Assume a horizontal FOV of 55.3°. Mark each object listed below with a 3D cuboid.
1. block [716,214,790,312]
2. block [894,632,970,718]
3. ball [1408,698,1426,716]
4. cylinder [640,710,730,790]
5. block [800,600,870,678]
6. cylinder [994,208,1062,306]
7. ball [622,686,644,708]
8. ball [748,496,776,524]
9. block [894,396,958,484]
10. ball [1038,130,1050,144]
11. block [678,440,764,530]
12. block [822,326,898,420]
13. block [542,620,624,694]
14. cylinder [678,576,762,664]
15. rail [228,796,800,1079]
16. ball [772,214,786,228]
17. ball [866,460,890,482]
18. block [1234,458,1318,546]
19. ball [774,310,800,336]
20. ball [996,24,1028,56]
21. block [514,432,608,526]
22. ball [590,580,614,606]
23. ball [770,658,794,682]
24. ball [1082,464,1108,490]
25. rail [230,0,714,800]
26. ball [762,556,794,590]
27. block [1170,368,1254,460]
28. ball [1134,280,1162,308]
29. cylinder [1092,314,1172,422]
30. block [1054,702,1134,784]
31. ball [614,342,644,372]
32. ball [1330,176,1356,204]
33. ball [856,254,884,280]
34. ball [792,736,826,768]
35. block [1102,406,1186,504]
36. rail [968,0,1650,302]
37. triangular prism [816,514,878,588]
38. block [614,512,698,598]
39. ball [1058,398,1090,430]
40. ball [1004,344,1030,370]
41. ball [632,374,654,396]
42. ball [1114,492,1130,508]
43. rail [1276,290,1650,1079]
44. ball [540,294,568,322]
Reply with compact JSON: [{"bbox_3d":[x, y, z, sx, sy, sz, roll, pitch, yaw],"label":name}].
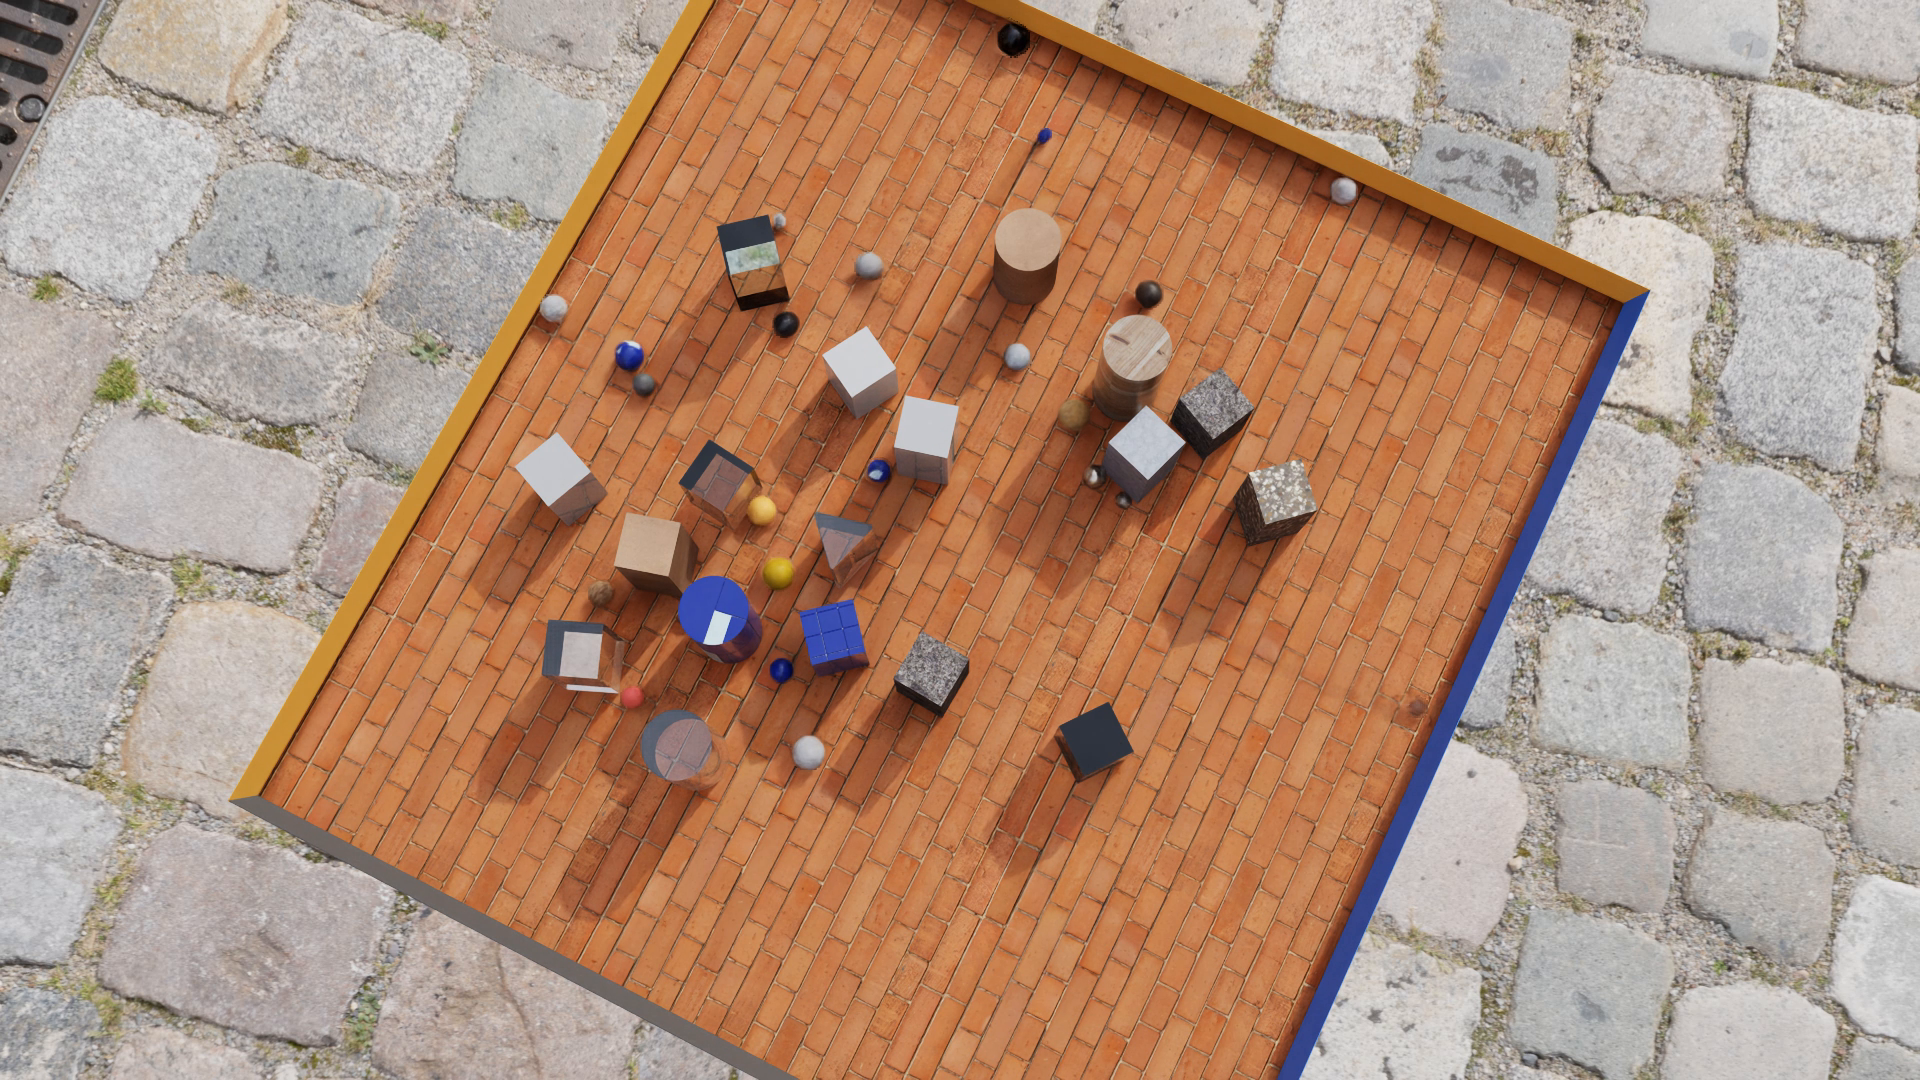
[{"bbox_3d":[-0.631,-0.846,5.622,0.159,0.332,0.159,-13,79,-3],"label":"block"},{"bbox_3d":[-0.082,0.397,5.377,0.159,0.307,0.159,30,80,6],"label":"block"},{"bbox_3d":[1.369,0.501,5.486,0.052,0.052,0.052,0,78,0],"label":"ball"},{"bbox_3d":[-0.789,0.610,5.289,0.199,0.395,0.199,0,78,0],"label":"cylinder"},{"bbox_3d":[-0.368,0.293,5.417,0.159,0.272,0.159,-14,79,-3],"label":"block"},{"bbox_3d":[0.204,-0.868,5.637,0.199,0.312,0.199,0,78,0],"label":"cylinder"},{"bbox_3d":[-0.978,0.471,5.486,0.065,0.065,0.065,0,78,0],"label":"ball"},{"bbox_3d":[-0.604,-0.090,5.590,0.088,0.088,0.088,0,78,0],"label":"ball"},{"bbox_3d":[-0.098,-0.296,5.505,0.159,0.339,0.159,12,79,2],"label":"block"},{"bbox_3d":[0.269,-1.290,5.863,0.041,0.041,0.041,0,78,0],"label":"ball"},{"bbox_3d":[-0.716,-0.163,5.513,0.159,0.269,0.159,33,80,6],"label":"block"},{"bbox_3d":[-0.301,-0.507,5.593,0.159,0.251,0.159,-34,80,-7],"label":"block"},{"bbox_3d":[-1.100,0.344,5.371,0.159,0.342,0.159,4,78,1],"label":"block"},{"bbox_3d":[-0.697,0.238,5.370,0.199,0.387,0.199,0,78,0],"label":"cylinder"},{"bbox_3d":[-0.728,1.432,5.253,3.110,0.129,0.045,26,80,5],"label":"rail"},{"bbox_3d":[-0.572,-1.010,5.804,0.042,0.042,0.042,0,78,0],"label":"ball"},{"bbox_3d":[-0.250,-0.212,5.624,0.071,0.071,0.071,0,78,0],"label":"ball"},{"bbox_3d":[0.938,-0.108,5.473,0.159,0.325,0.159,-15,79,-3],"label":"block"},{"bbox_3d":[-0.539,-0.675,5.716,0.080,0.080,0.080,0,78,0],"label":"ball"},{"bbox_3d":[0.168,-1.612,5.899,0.099,0.099,0.099,0,78,0],"label":"ball"},{"bbox_3d":[-1.194,-0.179,5.511,0.159,0.279,0.159,-41,81,-8],"label":"block"},{"bbox_3d":[-1.085,0.160,5.546,0.074,0.074,0.074,0,78,0],"label":"ball"},{"bbox_3d":[-0.536,0.389,5.499,0.072,0.072,0.072,0,78,0],"label":"ball"},{"bbox_3d":[0.413,-0.194,5.618,0.076,0.076,0.076,0,78,0],"label":"ball"},{"bbox_3d":[-1.370,-0.664,5.687,0.045,0.129,3.302,26,80,5],"label":"rail"},{"bbox_3d":[-0.550,0.100,5.546,0.097,0.097,0.097,0,78,0],"label":"ball"},{"bbox_3d":[0.764,-0.382,5.569,0.159,0.249,0.159,-37,81,-7],"label":"block"},{"bbox_3d":[0.589,-0.771,5.733,0.084,0.084,0.084,0,78,0],"label":"ball"},{"bbox_3d":[0.512,-0.509,5.496,0.199,0.443,0.199,0,78,0],"label":"cylinder"},{"bbox_3d":[0.387,0.594,5.345,0.159,0.291,0.159,-26,79,-5],"label":"block"},{"bbox_3d":[-1.026,-0.570,5.688,0.092,0.092,0.092,0,78,0],"label":"ball"},{"bbox_3d":[1.213,-1.108,5.803,0.084,0.084,0.084,0,78,0],"label":"ball"},{"bbox_3d":[-0.283,-0.857,5.750,0.086,0.086,0.086,0,78,0],"label":"ball"},{"bbox_3d":[-0.449,0.629,5.436,0.098,0.098,0.098,0,78,0],"label":"ball"},{"bbox_3d":[0.547,-0.253,5.508,0.159,0.315,0.159,44,82,8],"label":"block"},{"bbox_3d":[0.728,-1.418,5.843,3.110,0.129,0.045,26,80,5],"label":"rail"},{"bbox_3d":[-0.365,0.005,5.450,0.149,0.325,0.172,43,81,8],"label":"triangular prism"},{"bbox_3d":[-0.892,0.050,5.414,0.159,0.376,0.159,11,79,2],"label":"block"},{"bbox_3d":[0.353,-0.385,5.646,0.098,0.098,0.098,0,78,0],"label":"ball"},{"bbox_3d":[0.176,-0.571,5.693,0.082,0.082,0.082,0,78,0],"label":"ball"},{"bbox_3d":[-0.980,-0.482,5.682,0.068,0.068,0.068,0,78,0],"label":"ball"},{"bbox_3d":[0.498,-0.123,5.618,0.048,0.048,0.048,0,78,0],"label":"ball"},{"bbox_3d":[1.370,0.677,5.409,0.045,0.129,3.302,26,80,5],"label":"rail"},{"bbox_3d":[-1.268,-0.722,5.722,0.086,0.086,0.086,0,78,0],"label":"ball"}]
